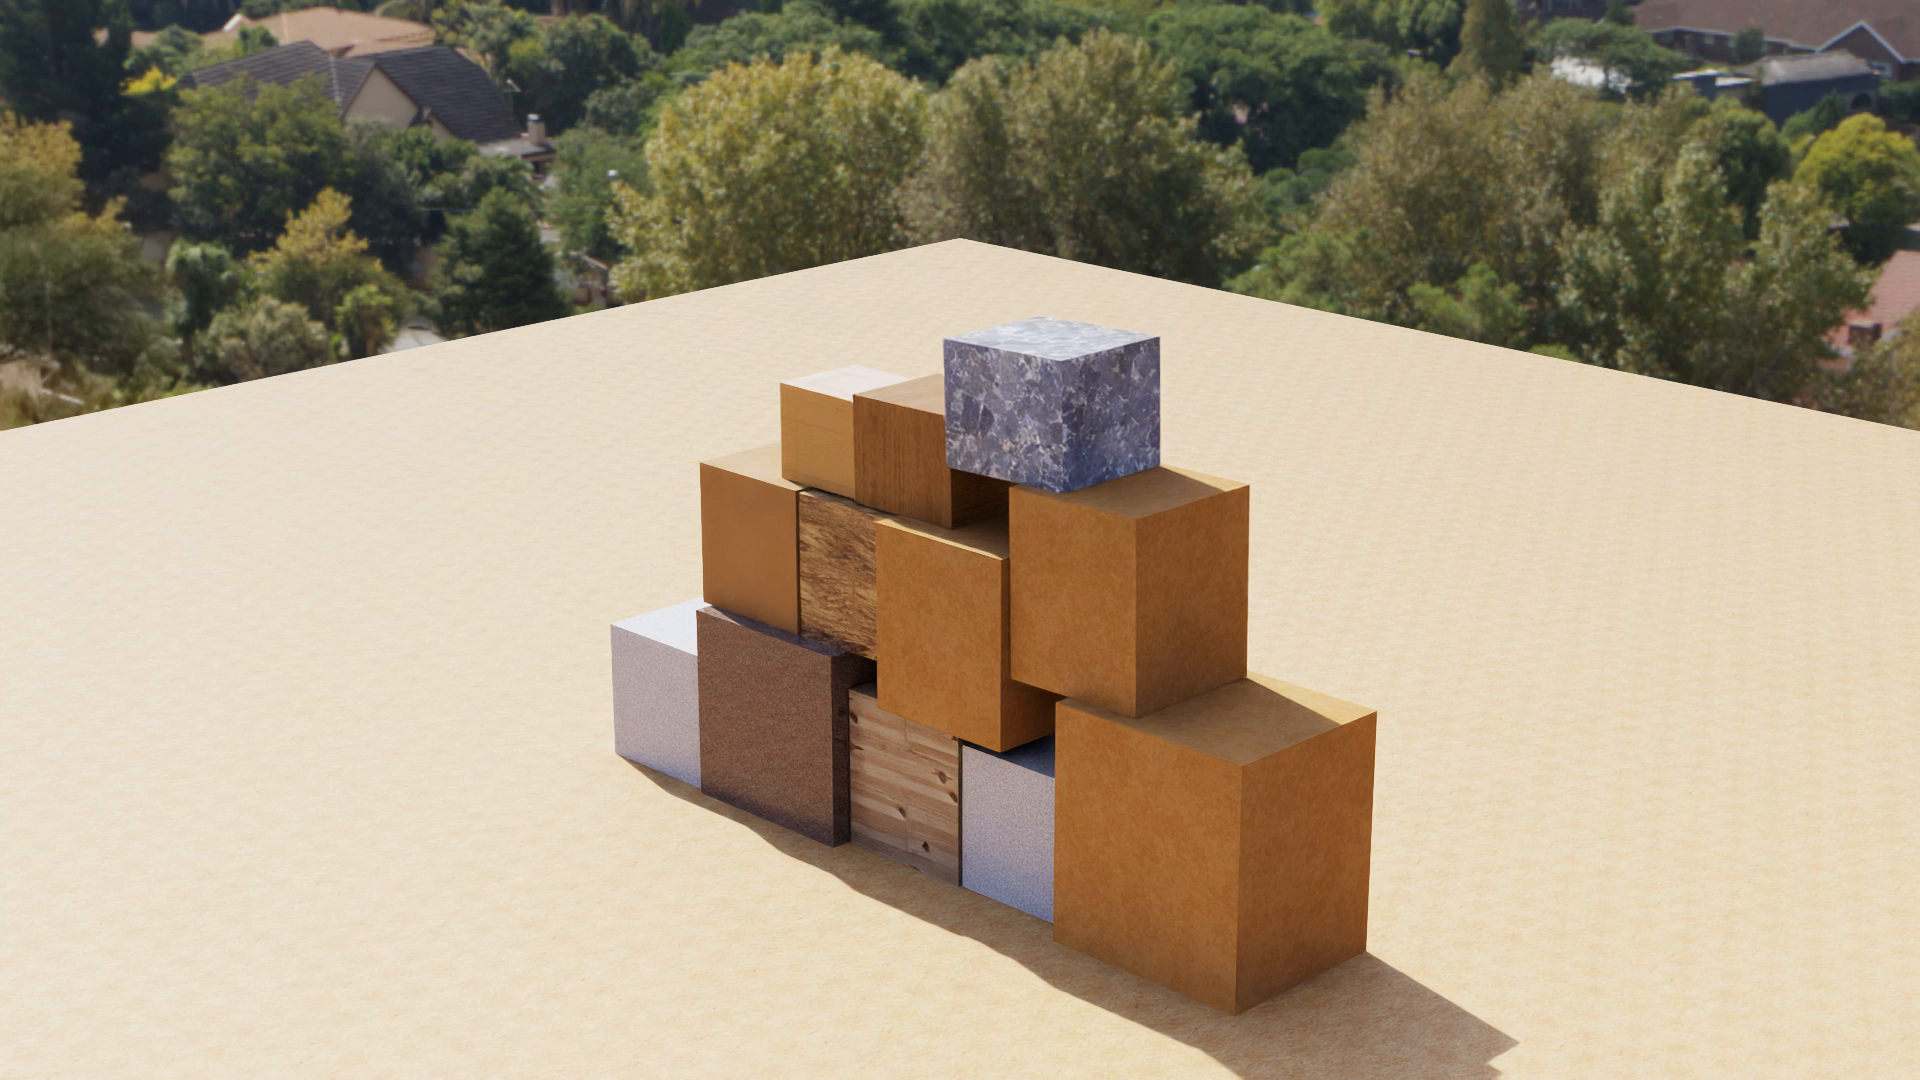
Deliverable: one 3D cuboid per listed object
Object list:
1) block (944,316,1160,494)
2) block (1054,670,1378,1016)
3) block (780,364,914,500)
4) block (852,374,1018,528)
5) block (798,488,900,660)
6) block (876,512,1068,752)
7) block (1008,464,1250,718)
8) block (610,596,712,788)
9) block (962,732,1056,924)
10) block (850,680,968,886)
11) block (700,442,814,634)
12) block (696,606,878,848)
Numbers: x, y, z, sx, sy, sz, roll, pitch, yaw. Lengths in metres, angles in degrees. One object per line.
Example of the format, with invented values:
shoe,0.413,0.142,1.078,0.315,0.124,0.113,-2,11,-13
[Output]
block,0.401,-0.599,12.746,0.622,0.574,0.701,-17,22,-42
block,1.082,1.234,12.568,0.886,1.110,1.026,-17,24,-42
block,-0.481,-0.508,13.675,0.482,0.461,0.525,-17,24,-42
block,-0.068,-0.411,13.281,0.549,0.511,0.622,-17,23,-42
block,-0.292,0.105,13.687,0.678,0.695,0.603,-17,24,-42
block,0.198,0.336,13.232,0.842,0.885,0.781,-17,24,-42
block,0.728,0.183,12.619,0.727,0.864,0.726,-17,23,-42
block,-1.216,0.740,14.833,0.813,0.694,0.706,-17,24,-42
block,0.485,1.248,13.225,0.661,0.689,0.678,-17,24,-42
block,-0.005,1.057,13.698,0.724,0.770,0.715,-17,24,-42
block,-0.767,-0.034,14.114,0.669,0.705,0.683,-17,24,-42
block,-0.620,0.797,14.227,0.882,0.949,0.958,-17,24,-42
